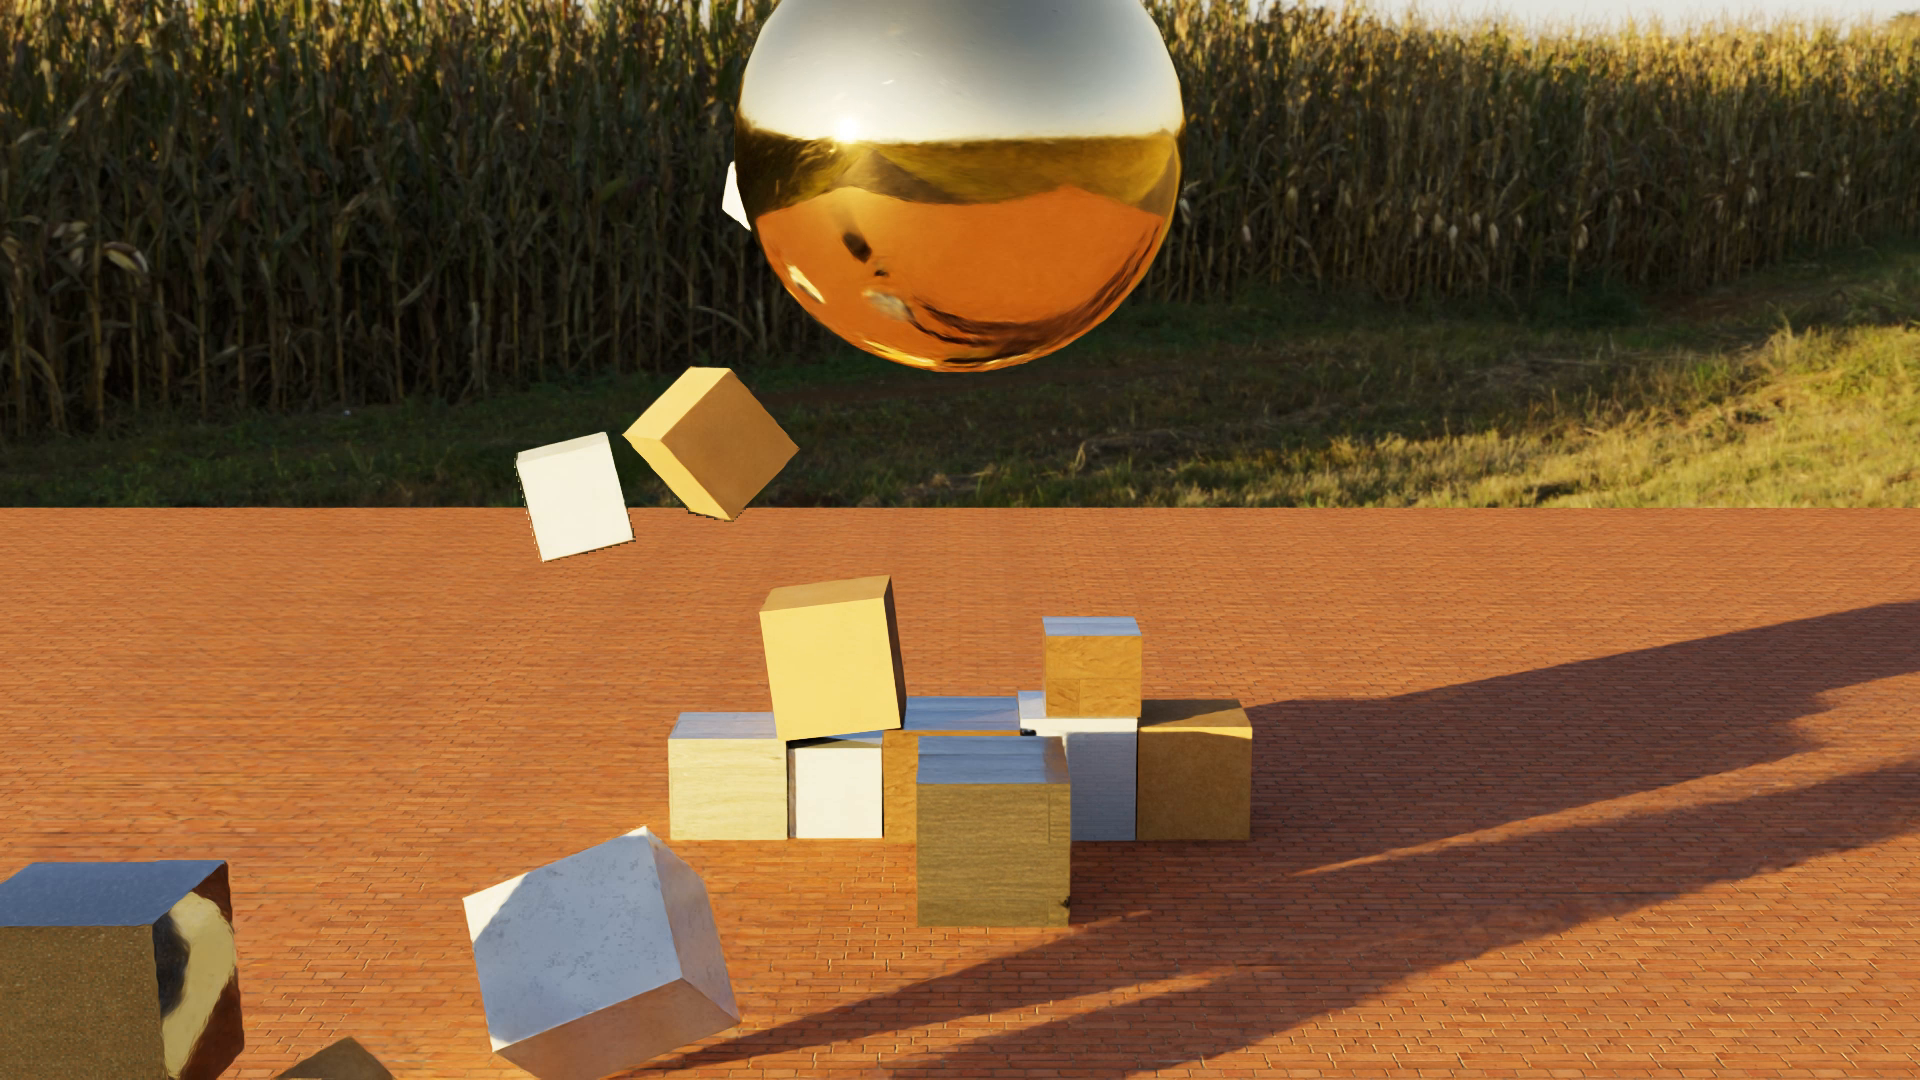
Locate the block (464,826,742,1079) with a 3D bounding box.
[{"bbox_3d":[-1.308,1.548,8.073,0.723,0.599,0.618,-22,-31,4],"label":"block"}]

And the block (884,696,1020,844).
[{"bbox_3d":[-0.041,1.184,11.392,0.684,0.594,0.675,0,10,0],"label":"block"}]

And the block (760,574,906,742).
[{"bbox_3d":[-0.638,0.596,11.260,0.621,0.668,0.596,-7,10,3],"label":"block"}]

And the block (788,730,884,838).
[{"bbox_3d":[-0.634,1.241,11.423,0.470,0.471,0.514,0,10,0],"label":"block"}]

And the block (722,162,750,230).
[{"bbox_3d":[-1.008,-1.770,11.279,0.254,0.275,0.302,-24,52,-40],"label":"block"}]

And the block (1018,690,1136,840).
[{"bbox_3d":[0.597,1.162,11.394,0.584,0.637,0.574,0,10,0],"label":"block"}]

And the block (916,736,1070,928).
[{"bbox_3d":[0.148,1.348,10.257,0.686,0.677,0.784,0,10,0],"label":"block"}]

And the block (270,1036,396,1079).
[{"bbox_3d":[-1.974,1.903,6.943,0.418,0.361,0.396,34,36,25],"label":"block"}]

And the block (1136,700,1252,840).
[{"bbox_3d":[1.186,1.183,11.411,0.572,0.590,0.564,0,10,0],"label":"block"}]

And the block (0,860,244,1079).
[{"bbox_3d":[-2.652,1.389,6.779,0.636,0.636,0.579,-1,11,3],"label":"block"}]

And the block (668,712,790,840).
[{"bbox_3d":[-1.175,1.217,11.394,0.593,0.529,0.530,0,10,0],"label":"block"}]

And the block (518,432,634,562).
[{"bbox_3d":[-1.537,-0.179,8.781,0.363,0.398,0.335,-14,12,-8],"label":"block"}]

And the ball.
[{"bbox_3d":[0.000,-1.392,7.769,1.600,1.600,1.600,0,10,0],"label":"ball"}]

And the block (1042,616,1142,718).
[{"bbox_3d":[0.670,0.647,11.278,0.479,0.420,0.448,0,10,-1],"label":"block"}]

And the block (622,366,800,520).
[{"bbox_3d":[-1.238,-0.486,10.915,0.495,0.542,0.539,-47,24,-16],"label":"block"}]
